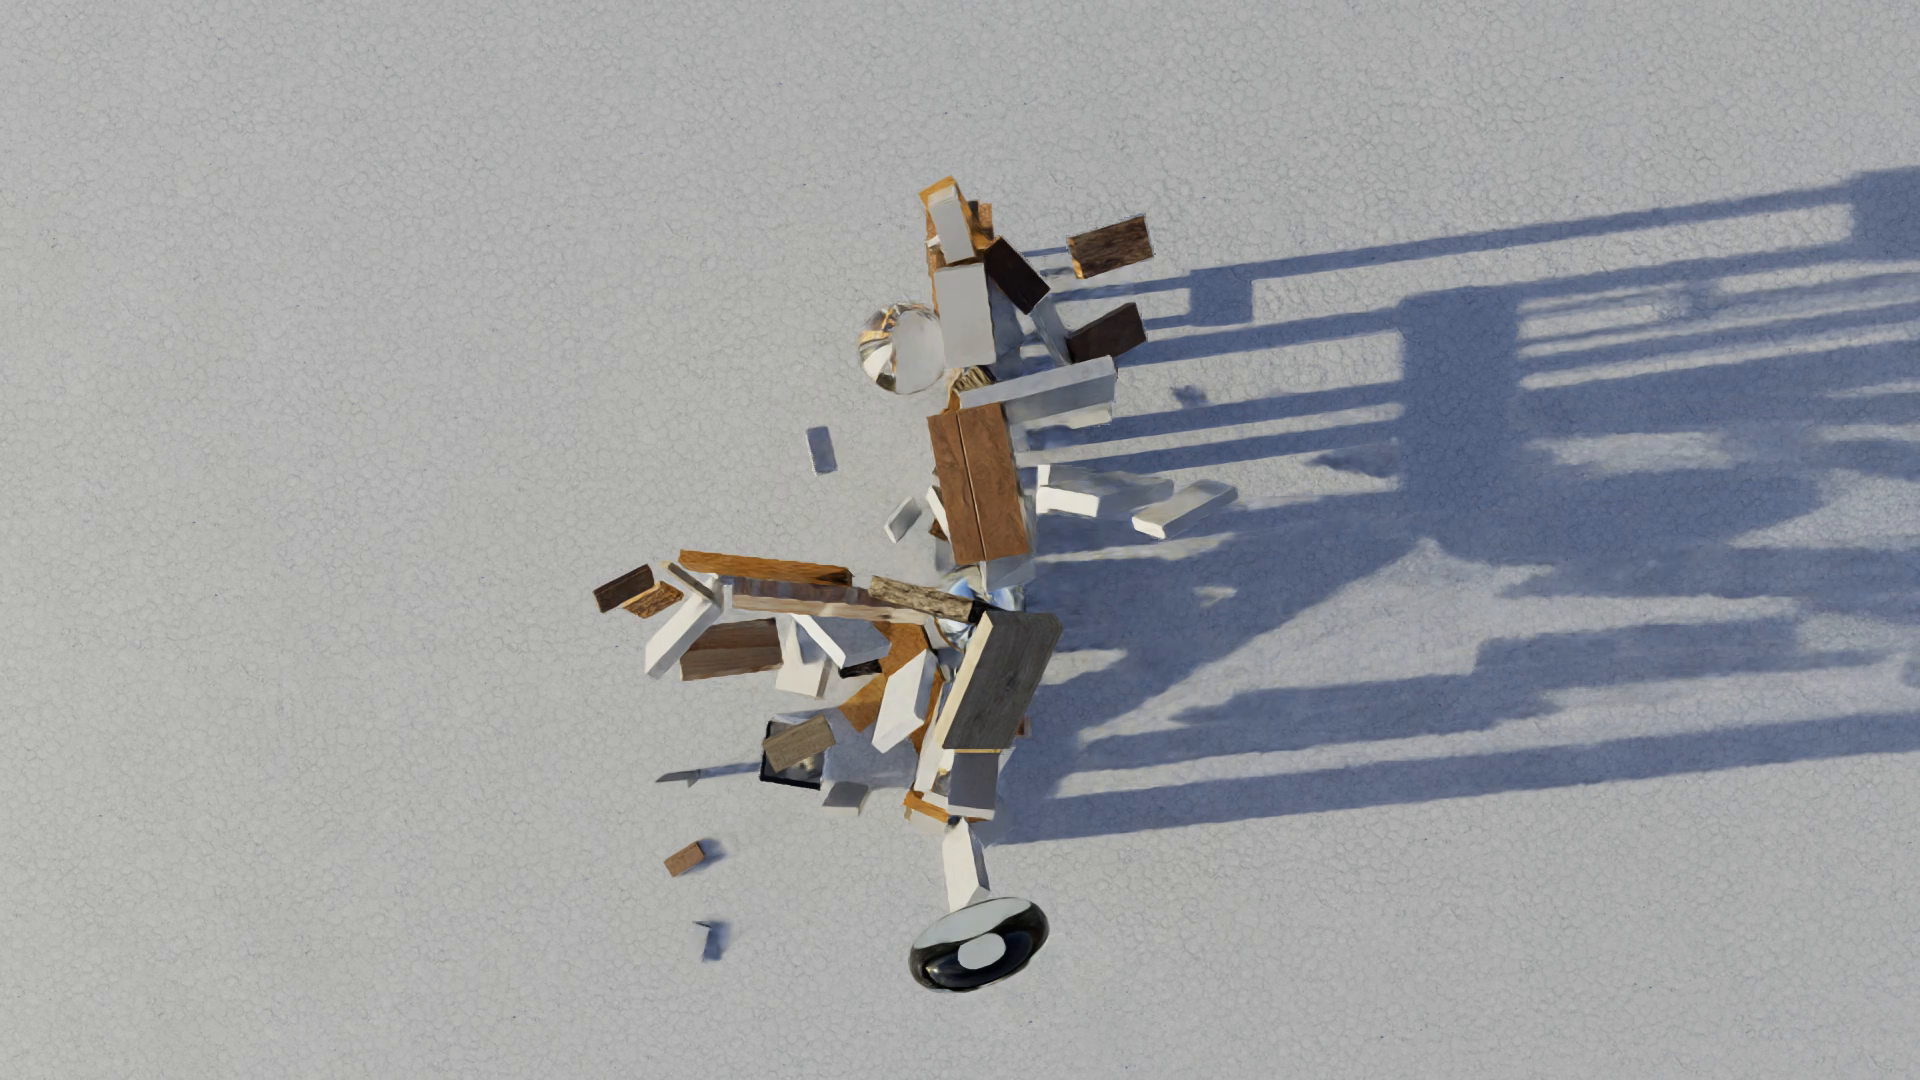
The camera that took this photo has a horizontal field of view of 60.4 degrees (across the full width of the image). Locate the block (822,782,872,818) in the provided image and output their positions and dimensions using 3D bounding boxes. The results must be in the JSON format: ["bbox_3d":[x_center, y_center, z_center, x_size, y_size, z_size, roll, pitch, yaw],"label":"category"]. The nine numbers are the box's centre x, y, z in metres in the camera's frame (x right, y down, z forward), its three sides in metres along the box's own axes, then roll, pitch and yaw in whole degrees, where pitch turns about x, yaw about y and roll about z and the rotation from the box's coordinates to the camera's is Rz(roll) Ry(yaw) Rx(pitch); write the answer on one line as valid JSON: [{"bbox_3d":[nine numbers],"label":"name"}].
[{"bbox_3d":[-0.369,0.844,5.374,0.118,0.237,0.034,2,101,7],"label":"block"}]

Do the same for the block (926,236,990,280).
[{"bbox_3d":[-0.003,-0.724,4.276,0.095,0.191,0.027,-33,45,2],"label":"block"}]

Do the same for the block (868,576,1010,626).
[{"bbox_3d":[-0.027,0.152,3.747,0.173,0.416,0.049,19,85,-35],"label":"block"}]

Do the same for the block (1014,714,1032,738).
[{"bbox_3d":[0.074,0.439,3.896,0.173,0.346,0.049,-1,82,5],"label":"block"}]

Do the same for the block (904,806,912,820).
[{"bbox_3d":[-0.077,0.779,5.469,0.118,0.034,0.340,19,94,4],"label":"block"}]

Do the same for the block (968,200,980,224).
[{"bbox_3d":[0.003,-0.818,4.256,0.095,0.191,0.027,-3,76,3],"label":"block"}]

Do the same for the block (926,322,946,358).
[{"bbox_3d":[-0.002,-0.555,4.581,0.176,0.351,0.050,-1,88,0],"label":"block"}]

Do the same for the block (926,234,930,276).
[{"bbox_3d":[-0.004,-0.802,4.581,0.176,0.351,0.050,0,85,0],"label":"block"}]

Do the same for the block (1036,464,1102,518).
[{"bbox_3d":[0.287,-0.125,4.328,0.035,0.249,0.125,1,88,37],"label":"block"}]

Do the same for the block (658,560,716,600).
[{"bbox_3d":[-0.814,0.120,4.914,0.171,0.086,0.024,39,75,-25],"label":"block"}]

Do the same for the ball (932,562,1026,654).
[{"bbox_3d":[0.058,0.206,5.001,0.289,0.289,0.289,0,90,0],"label":"ball"}]

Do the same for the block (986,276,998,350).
[{"bbox_3d":[0.017,-0.572,4.127,0.121,0.034,0.246,-13,60,11],"label":"block"}]

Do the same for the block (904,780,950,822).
[{"bbox_3d":[-0.081,0.804,5.224,0.145,0.291,0.041,23,102,5],"label":"block"}]

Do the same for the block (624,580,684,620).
[{"bbox_3d":[-0.908,0.178,4.880,0.171,0.086,0.024,-27,46,33],"label":"block"}]

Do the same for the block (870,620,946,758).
[{"bbox_3d":[-0.137,0.459,5.283,0.168,0.048,0.545,-15,121,9],"label":"block"}]

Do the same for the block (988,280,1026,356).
[{"bbox_3d":[0.094,-0.583,4.299,0.093,0.026,0.186,-28,109,-12],"label":"block"}]

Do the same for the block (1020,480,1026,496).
[{"bbox_3d":[0.072,-0.135,4.547,0.147,0.293,0.042,-16,99,-9],"label":"block"}]

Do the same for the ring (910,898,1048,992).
[{"bbox_3d":[0.045,0.948,3.863,0.344,0.344,0.115,-19,96,0],"label":"ring"}]

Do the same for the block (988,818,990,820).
[{"bbox_3d":[0.051,0.761,4.659,0.058,0.115,0.016,-1,107,-8],"label":"block"}]

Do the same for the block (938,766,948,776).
[{"bbox_3d":[0.009,0.720,5.041,0.123,0.508,0.035,10,102,-13],"label":"block"}]

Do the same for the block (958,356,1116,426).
[{"bbox_3d":[0.187,-0.346,3.972,0.371,0.173,0.049,-14,73,-1],"label":"block"}]

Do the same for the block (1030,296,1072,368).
[{"bbox_3d":[0.247,-0.544,4.347,0.026,0.093,0.186,-20,104,32],"label":"block"}]

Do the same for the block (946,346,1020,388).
[{"bbox_3d":[0.060,-0.479,4.659,0.152,0.532,0.043,-6,89,-6],"label":"block"}]

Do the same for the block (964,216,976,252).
[{"bbox_3d":[-0.006,-0.746,4.083,0.072,0.144,0.020,-22,130,8],"label":"block"}]

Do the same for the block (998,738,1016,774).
[{"bbox_3d":[0.064,0.611,4.566,0.116,0.324,0.033,2,63,-11],"label":"block"}]

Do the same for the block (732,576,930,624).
[{"bbox_3d":[-0.341,0.162,4.354,0.517,0.164,0.046,5,74,-7],"label":"block"}]

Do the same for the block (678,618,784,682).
[{"bbox_3d":[-0.729,0.344,5.201,0.319,0.045,0.159,-6,65,-17],"label":"block"}]

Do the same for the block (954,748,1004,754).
[{"bbox_3d":[0.059,0.498,4.162,0.116,0.231,0.033,-1,94,9],"label":"block"}]

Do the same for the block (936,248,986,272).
[{"bbox_3d":[0.002,-0.669,4.057,0.121,0.242,0.034,-4,113,2],"label":"block"}]

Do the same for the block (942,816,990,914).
[{"bbox_3d":[0.013,1.007,5.092,0.041,0.809,0.145,31,94,-6],"label":"block"}]

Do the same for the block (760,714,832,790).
[{"bbox_3d":[-0.535,0.693,5.402,0.196,0.196,0.196,9,90,0],"label":"block"}]

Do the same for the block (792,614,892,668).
[{"bbox_3d":[-0.362,0.223,4.661,0.337,0.168,0.048,44,127,31],"label":"block"}]

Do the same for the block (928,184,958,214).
[{"bbox_3d":[-0.041,-0.837,4.049,0.072,0.144,0.020,-22,112,9],"label":"block"}]

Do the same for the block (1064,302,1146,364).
[{"bbox_3d":[0.385,-0.531,4.353,0.217,0.031,0.108,-30,116,-20],"label":"block"}]

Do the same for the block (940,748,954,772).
[{"bbox_3d":[-0.009,0.641,4.976,0.035,0.247,0.123,32,85,-29],"label":"block"}]

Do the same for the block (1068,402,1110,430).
[{"bbox_3d":[0.340,-0.354,4.356,0.108,0.229,0.031,-11,112,9],"label":"block"}]

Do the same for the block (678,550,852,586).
[{"bbox_3d":[-0.527,0.079,4.491,0.458,0.125,0.035,6,78,6],"label":"block"}]

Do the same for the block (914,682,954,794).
[{"bbox_3d":[-0.067,0.561,4.661,0.046,0.328,0.164,14,50,-3],"label":"block"}]

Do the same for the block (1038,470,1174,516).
[{"bbox_3d":[0.368,-0.119,4.125,0.173,0.346,0.049,12,105,37],"label":"block"}]

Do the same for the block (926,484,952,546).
[{"bbox_3d":[0.017,-0.043,4.810,0.147,0.518,0.042,17,106,-16],"label":"block"}]

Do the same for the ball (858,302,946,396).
[{"bbox_3d":[-0.143,-0.495,4.265,0.240,0.240,0.240,0,90,0],"label":"ball"}]

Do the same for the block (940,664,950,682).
[{"bbox_3d":[-0.103,0.452,5.490,0.136,0.019,0.068,-3,90,0],"label":"block"}]
